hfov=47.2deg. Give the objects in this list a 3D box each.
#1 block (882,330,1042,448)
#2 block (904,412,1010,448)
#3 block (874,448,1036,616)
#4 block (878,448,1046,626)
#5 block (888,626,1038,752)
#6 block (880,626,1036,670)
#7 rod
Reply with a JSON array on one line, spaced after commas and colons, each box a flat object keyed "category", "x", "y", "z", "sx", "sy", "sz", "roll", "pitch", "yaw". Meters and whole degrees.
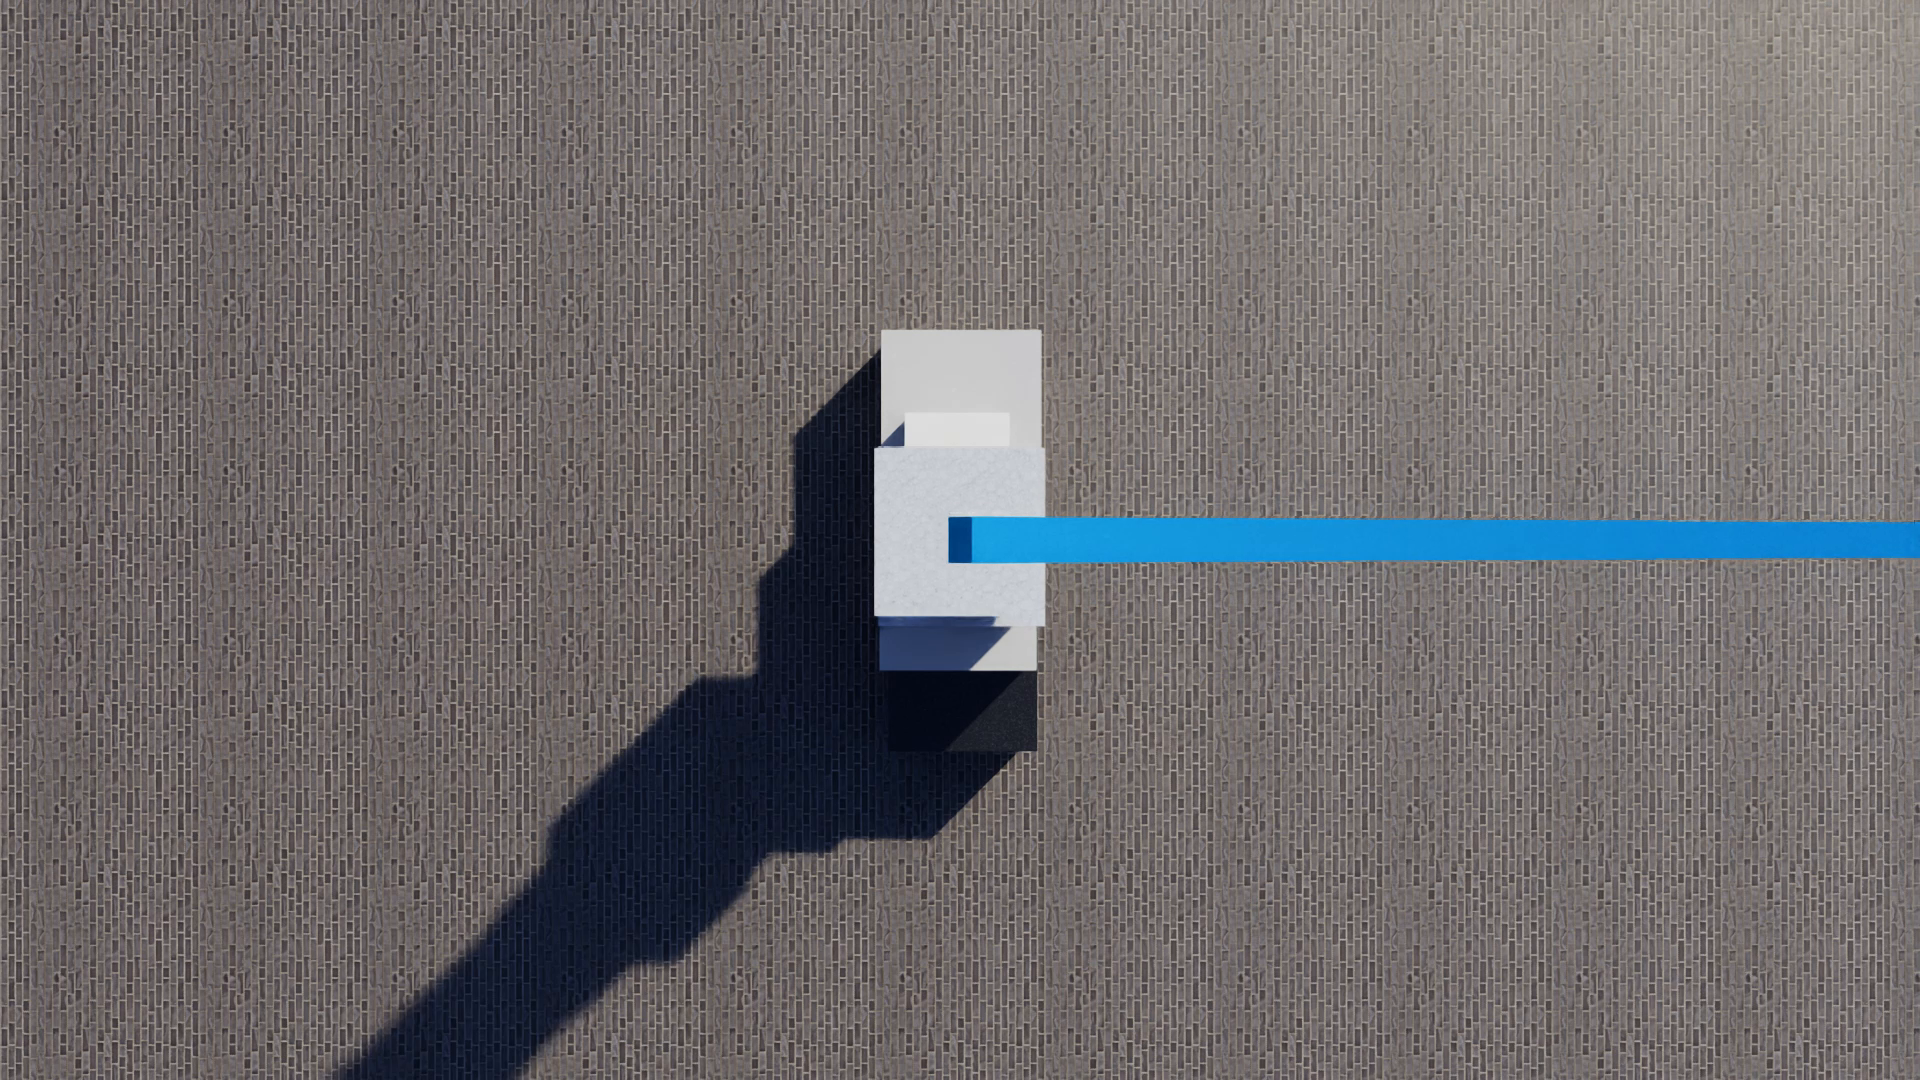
[{"category": "block", "x": 0.007, "y": -0.756, "z": 12.603, "sx": 0.889, "sy": 0.794, "sz": 0.819, "roll": 0, "pitch": 90, "yaw": 0}, {"category": "block", "x": -0.015, "y": -0.361, "z": 11.944, "sx": 0.557, "sy": 0.524, "sz": 0.632, "roll": 0, "pitch": 90, "yaw": 0}, {"category": "block", "x": -0.018, "y": -0.025, "z": 7.912, "sx": 0.561, "sy": 0.502, "sz": 0.587, "roll": 0, "pitch": 90, "yaw": 0}, {"category": "block", "x": 0.008, "y": -0.011, "z": 10.306, "sx": 0.756, "sy": 0.648, "sz": 0.810, "roll": 0, "pitch": 90, "yaw": 0}, {"category": "block", "x": 0.017, "y": 0.792, "z": 12.567, "sx": 0.822, "sy": 0.866, "sz": 0.746, "roll": 0, "pitch": 90, "yaw": 0}, {"category": "block", "x": -0.009, "y": 0.318, "z": 11.724, "sx": 0.808, "sy": 0.822, "sz": 0.712, "roll": 0, "pitch": 90, "yaw": 0}, {"category": "rod", "x": 2.234, "y": 0.000, "z": 5.126, "sx": 5.200, "sy": 0.080, "sz": 0.080, "roll": 0, "pitch": 90, "yaw": -31}]
